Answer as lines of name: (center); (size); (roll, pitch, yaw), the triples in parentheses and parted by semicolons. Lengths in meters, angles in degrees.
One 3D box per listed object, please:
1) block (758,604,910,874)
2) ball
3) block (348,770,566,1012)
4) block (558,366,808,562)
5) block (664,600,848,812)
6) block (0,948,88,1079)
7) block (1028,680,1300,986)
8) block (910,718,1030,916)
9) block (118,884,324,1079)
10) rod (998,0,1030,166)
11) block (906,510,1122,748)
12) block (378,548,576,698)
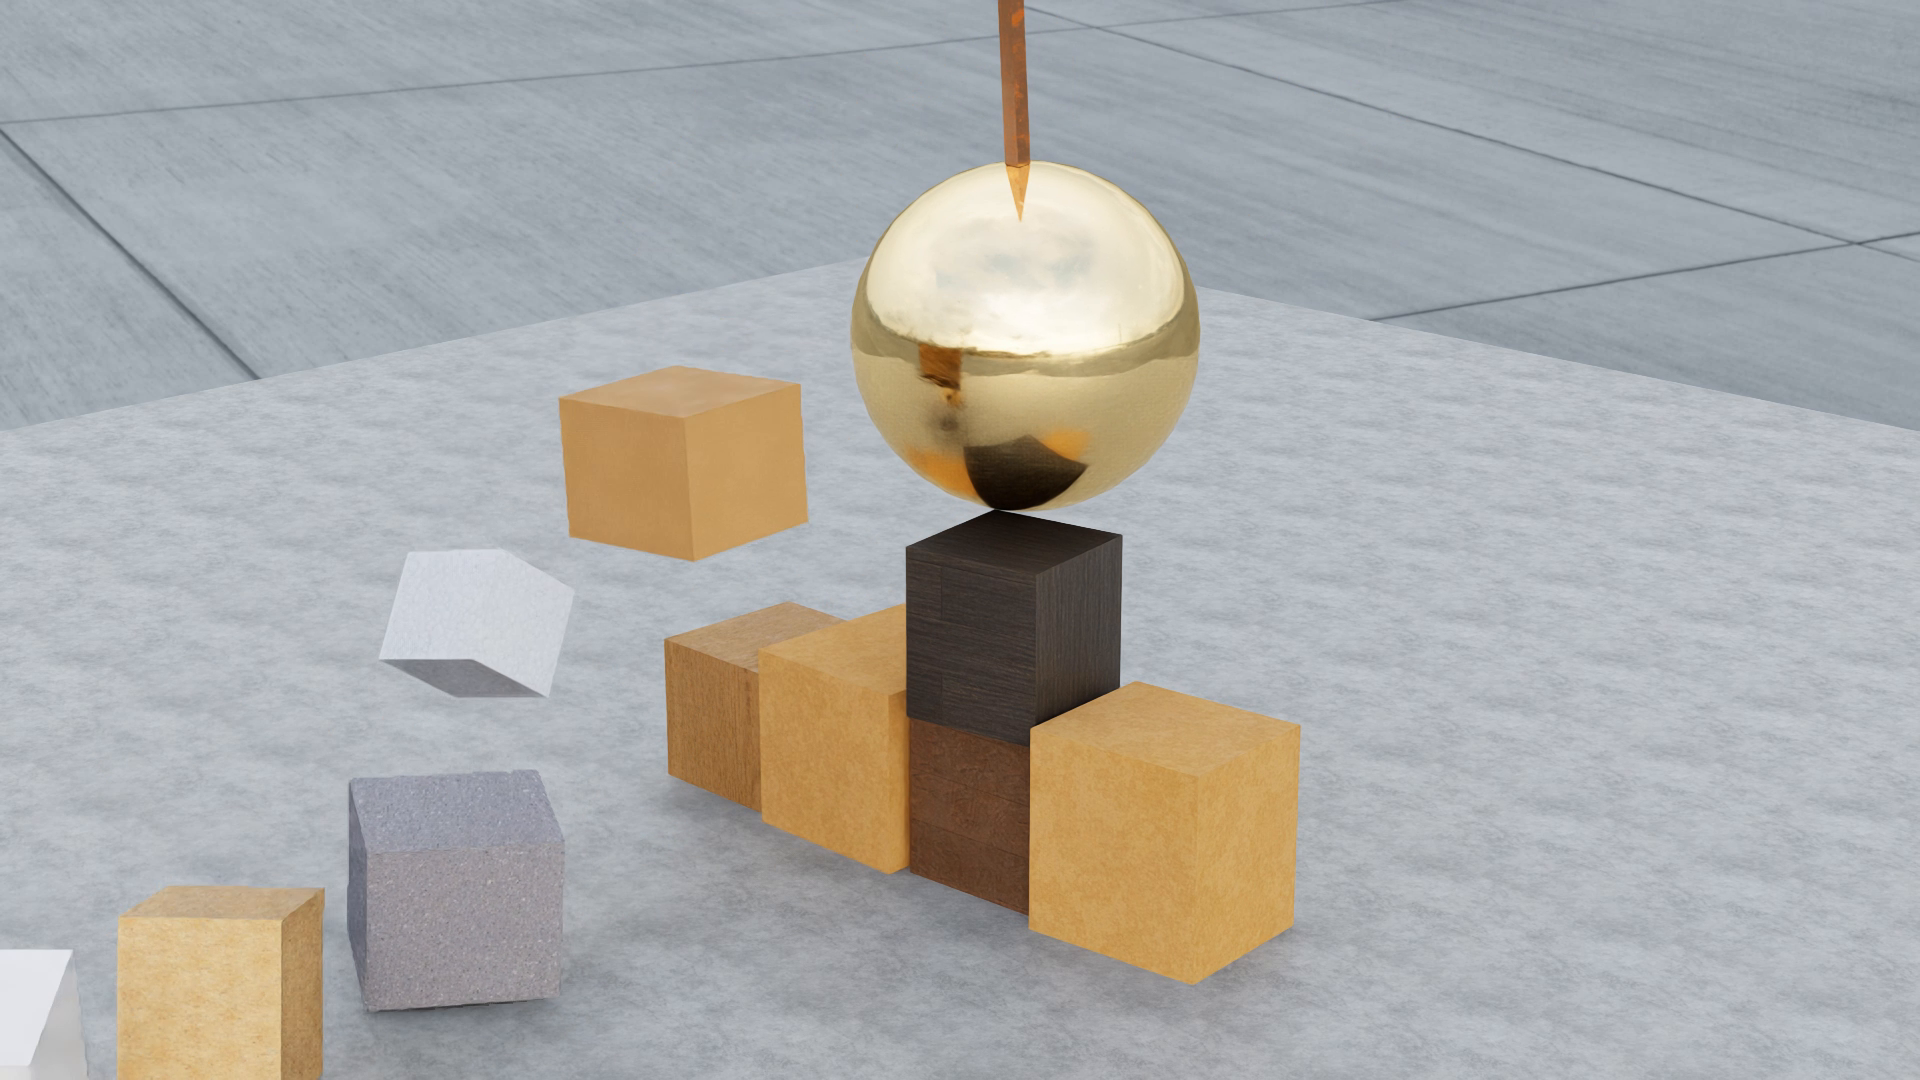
block: (-0.298, 0.922, 13.954); (0.885, 0.873, 0.959); (17, 24, 42)
ball: (0.298, -0.928, 13.362); (1.600, 1.600, 1.600); (0, 17, 0)
block: (-2.132, 1.462, 12.344); (0.801, 0.717, 0.724); (-2, 20, -17)
block: (-1.132, -0.327, 12.036); (0.714, 0.589, 0.677); (10, 20, 38)
block: (-0.892, 0.821, 14.536); (0.822, 0.717, 0.767); (-17, 24, -42)
block: (-3.506, 1.896, 10.367); (0.638, 0.606, 0.696); (0, 27, -4)
block: (0.887, 1.255, 12.774); (0.878, 0.945, 0.771); (14, 22, 37)
block: (0.273, 1.134, 13.370); (0.733, 0.820, 0.684); (15, 23, 39)
block: (-2.800, 1.736, 11.147); (0.605, 0.727, 0.677); (1, 3, 1)
rod: (0.129, -4.113, 12.184); (0.080, 5.200, 0.080); (17, 28, 42)
block: (0.242, 0.383, 13.067); (0.688, 0.795, 0.697); (12, 21, 33)
block: (-1.859, 0.326, 11.299); (0.500, 0.443, 0.434); (-2, -23, 36)
